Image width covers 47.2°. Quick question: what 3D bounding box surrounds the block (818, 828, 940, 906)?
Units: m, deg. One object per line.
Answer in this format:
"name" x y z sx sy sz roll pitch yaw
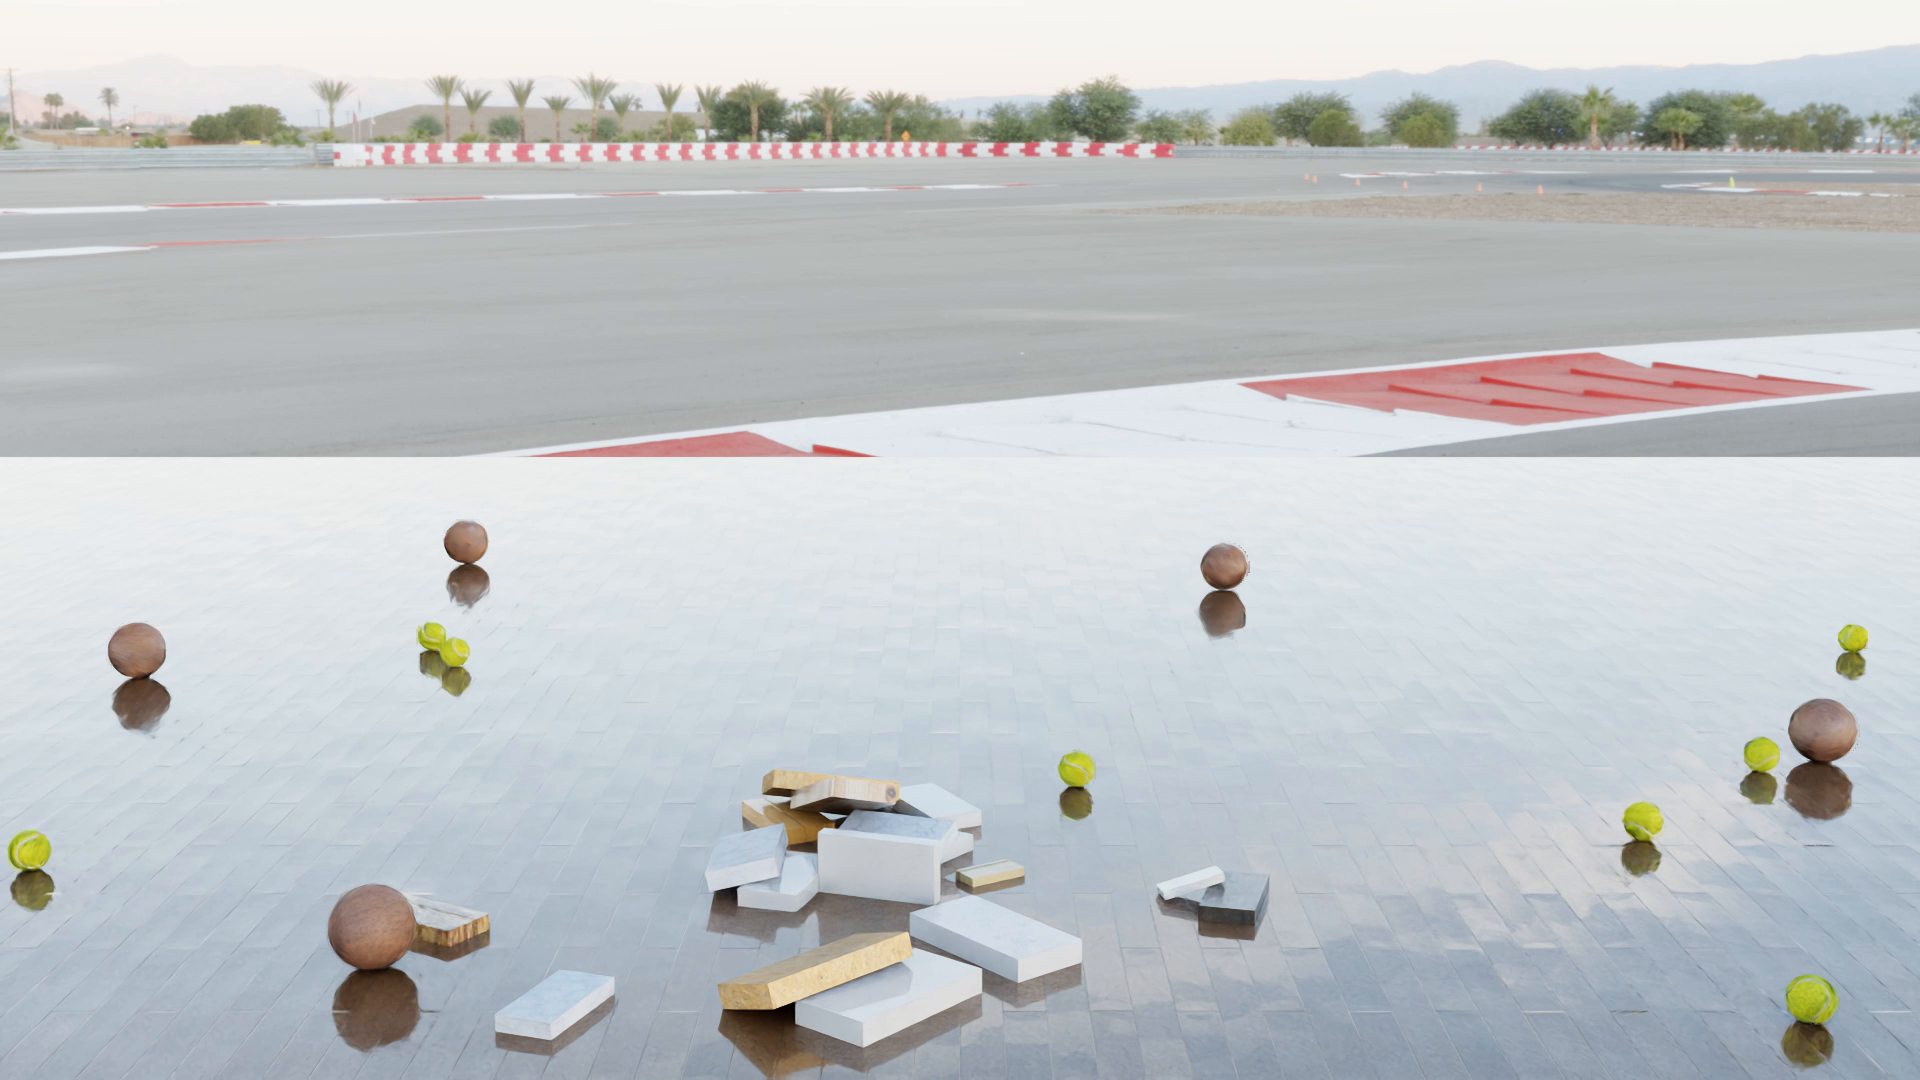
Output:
"block" -0.135 0.541 3.648 0.206 0.103 0.029 4 11 19

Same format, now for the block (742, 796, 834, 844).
"block" -0.315 0.510 4.022 0.099 0.028 0.198 -5 12 -27

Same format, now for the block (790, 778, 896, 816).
"block" -0.209 0.457 3.907 0.117 0.033 0.244 9 -15 -19

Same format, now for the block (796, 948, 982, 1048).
"block" -0.101 0.661 3.188 0.130 0.037 0.260 9 14 39

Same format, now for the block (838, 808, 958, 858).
"block" -0.118 0.522 3.841 0.206 0.029 0.103 3 30 29

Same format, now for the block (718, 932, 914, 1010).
"block" -0.210 0.630 3.221 0.260 0.037 0.130 -13 -1 -40

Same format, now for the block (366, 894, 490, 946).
"block" -0.850 0.606 3.511 0.181 0.026 0.090 6 12 31

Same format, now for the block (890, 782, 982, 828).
"block" -0.051 0.497 4.092 0.099 0.028 0.198 -6 12 -27

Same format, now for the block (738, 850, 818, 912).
"block" -0.286 0.571 3.690 0.103 0.029 0.206 3 11 16

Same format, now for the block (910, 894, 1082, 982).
"block" 0.053 0.618 3.420 0.130 0.037 0.260 -9 14 -39

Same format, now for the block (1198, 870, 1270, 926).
"block" 0.451 0.587 3.615 0.090 0.026 0.181 3 11 15

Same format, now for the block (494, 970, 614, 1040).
"block" -0.583 0.669 3.173 0.090 0.026 0.181 4 11 20

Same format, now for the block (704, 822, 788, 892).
"block" -0.361 0.538 3.742 0.117 0.033 0.235 -13 6 1

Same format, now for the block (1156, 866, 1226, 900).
"block" 0.383 0.569 3.650 0.106 0.015 0.053 -17 6 -6

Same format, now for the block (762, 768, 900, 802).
"block" -0.239 0.459 4.059 0.235 0.033 0.117 8 -15 -14

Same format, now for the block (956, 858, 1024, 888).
"block" 0.051 0.567 3.749 0.106 0.015 0.053 -7 13 -33

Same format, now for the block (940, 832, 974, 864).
"block" -0.086 0.531 3.909 0.198 0.028 0.099 8 13 35
